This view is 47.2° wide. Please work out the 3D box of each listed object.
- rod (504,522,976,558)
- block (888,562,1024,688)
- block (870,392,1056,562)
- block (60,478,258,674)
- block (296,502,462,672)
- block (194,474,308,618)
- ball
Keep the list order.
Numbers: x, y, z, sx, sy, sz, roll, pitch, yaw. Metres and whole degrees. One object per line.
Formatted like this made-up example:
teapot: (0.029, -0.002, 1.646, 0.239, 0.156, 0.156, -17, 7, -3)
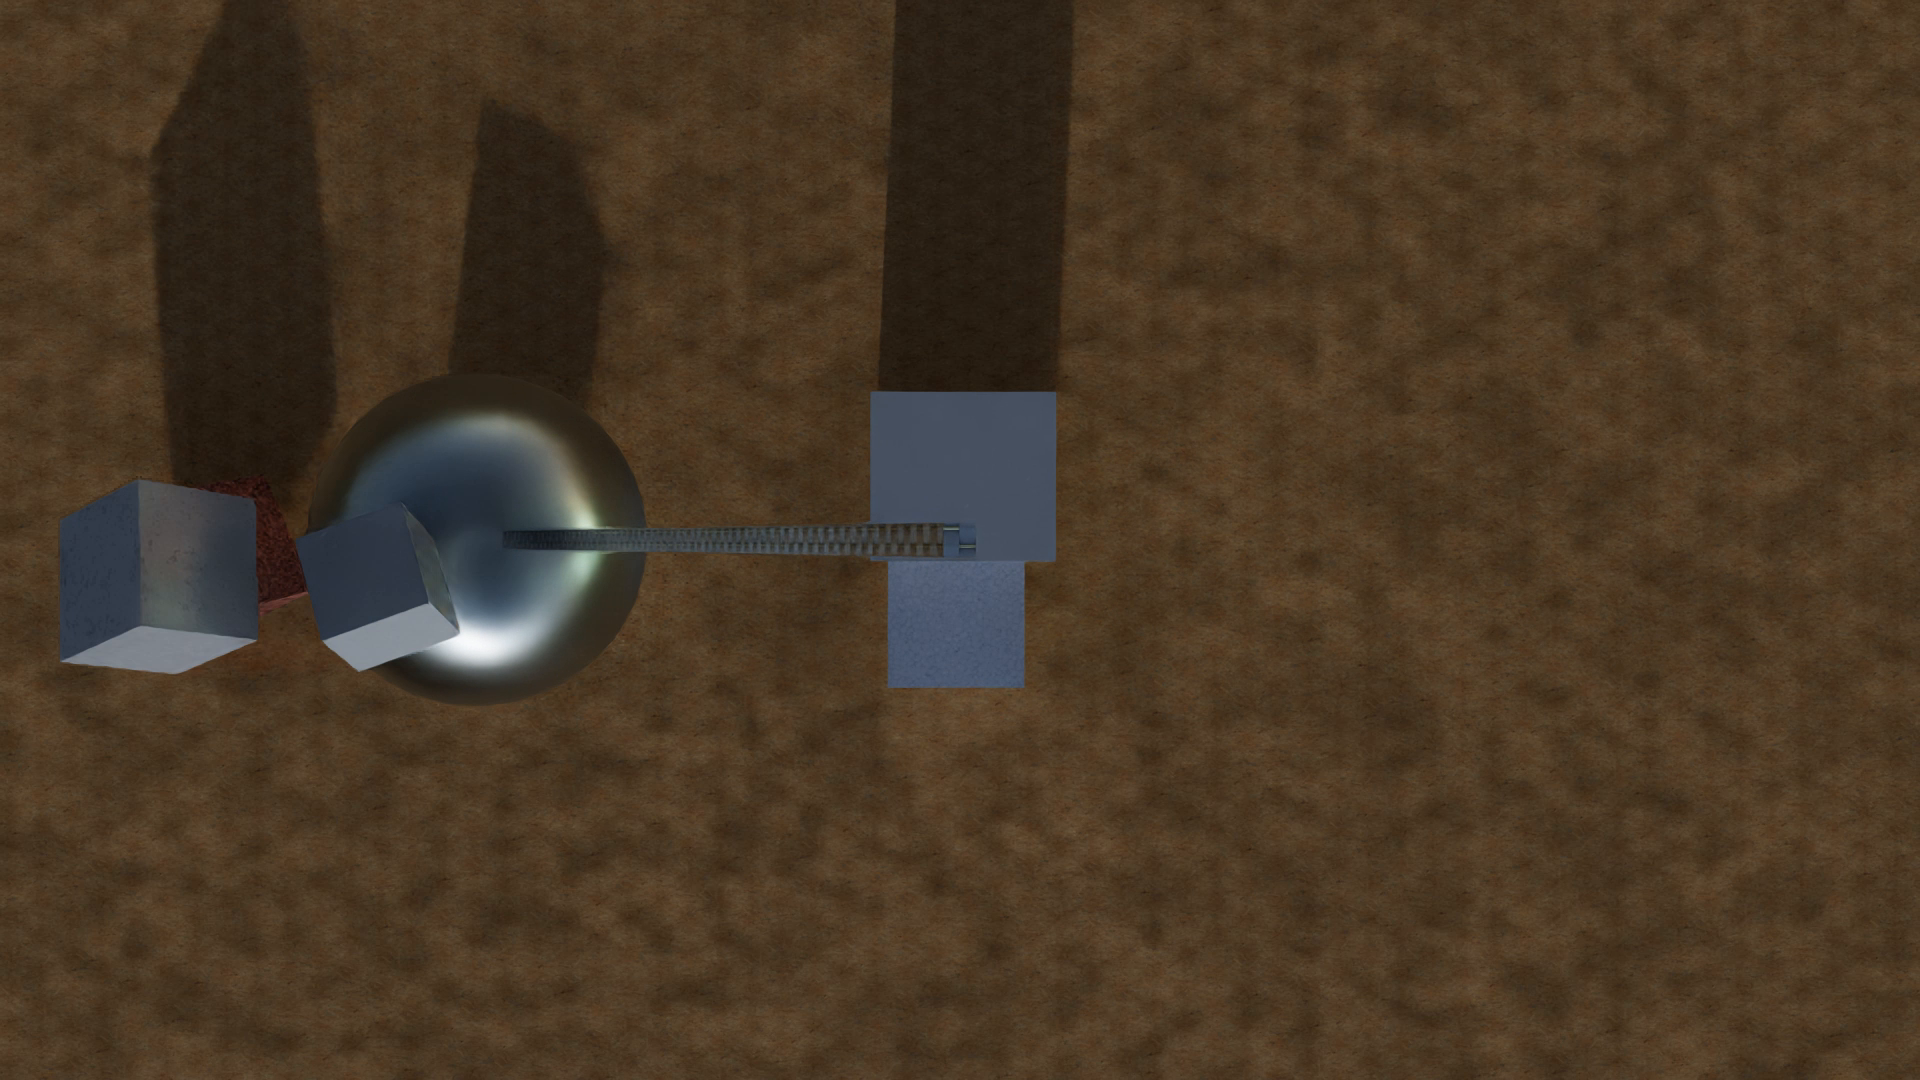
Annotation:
rod: (-1.000, 0.000, 7.417, 0.080, 5.200, 0.080, 0, 90, -23)
block: (-0.022, 0.473, 12.673, 0.768, 0.654, 0.709, 0, 90, 0)
block: (0.018, -0.349, 12.540, 1.020, 0.920, 0.931, 0, 90, 0)
block: (-3.691, 0.183, 10.134, 0.683, 0.586, 0.679, -19, 70, 37)
block: (-2.494, 0.205, 9.445, 0.470, 0.469, 0.480, -20, 71, -3)
block: (-4.329, 0.151, 12.488, 0.751, 0.764, 0.727, -24, 89, 25)
ball: (-2.307, 0.000, 10.556, 1.600, 1.600, 1.600, 0, 90, 0)
